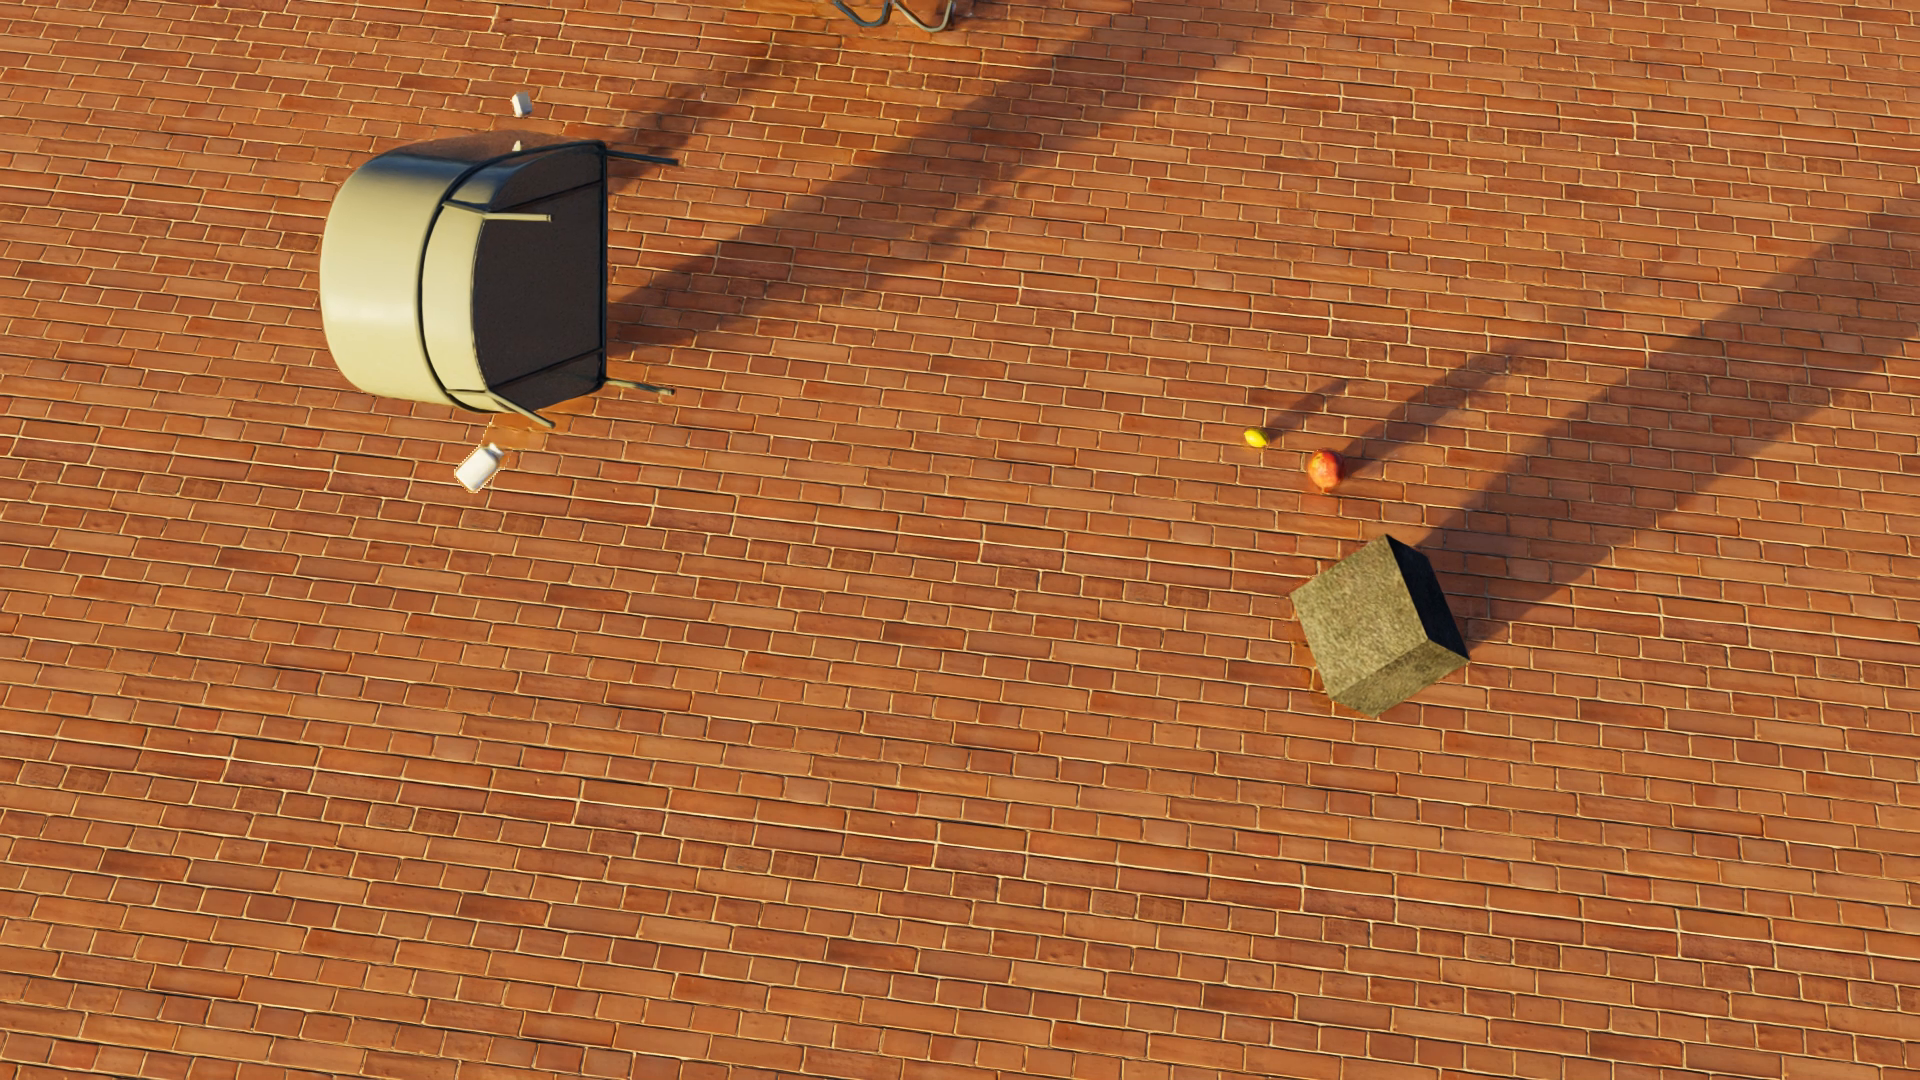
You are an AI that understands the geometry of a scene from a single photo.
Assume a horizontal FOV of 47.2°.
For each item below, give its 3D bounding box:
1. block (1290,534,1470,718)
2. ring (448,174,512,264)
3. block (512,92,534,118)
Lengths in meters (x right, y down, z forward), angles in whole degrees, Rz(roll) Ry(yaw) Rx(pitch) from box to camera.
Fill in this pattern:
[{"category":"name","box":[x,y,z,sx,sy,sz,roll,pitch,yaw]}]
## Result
[{"category":"block","box":[1.176,0.243,6.172,0.334,0.231,0.353,-35,52,28]},{"category":"ring","box":[-1.566,-1.049,7.185,0.196,0.082,0.345,27,63,-26]},{"category":"block","box":[-1.320,-1.314,6.637,0.037,0.059,0.059,-19,94,-23]}]
